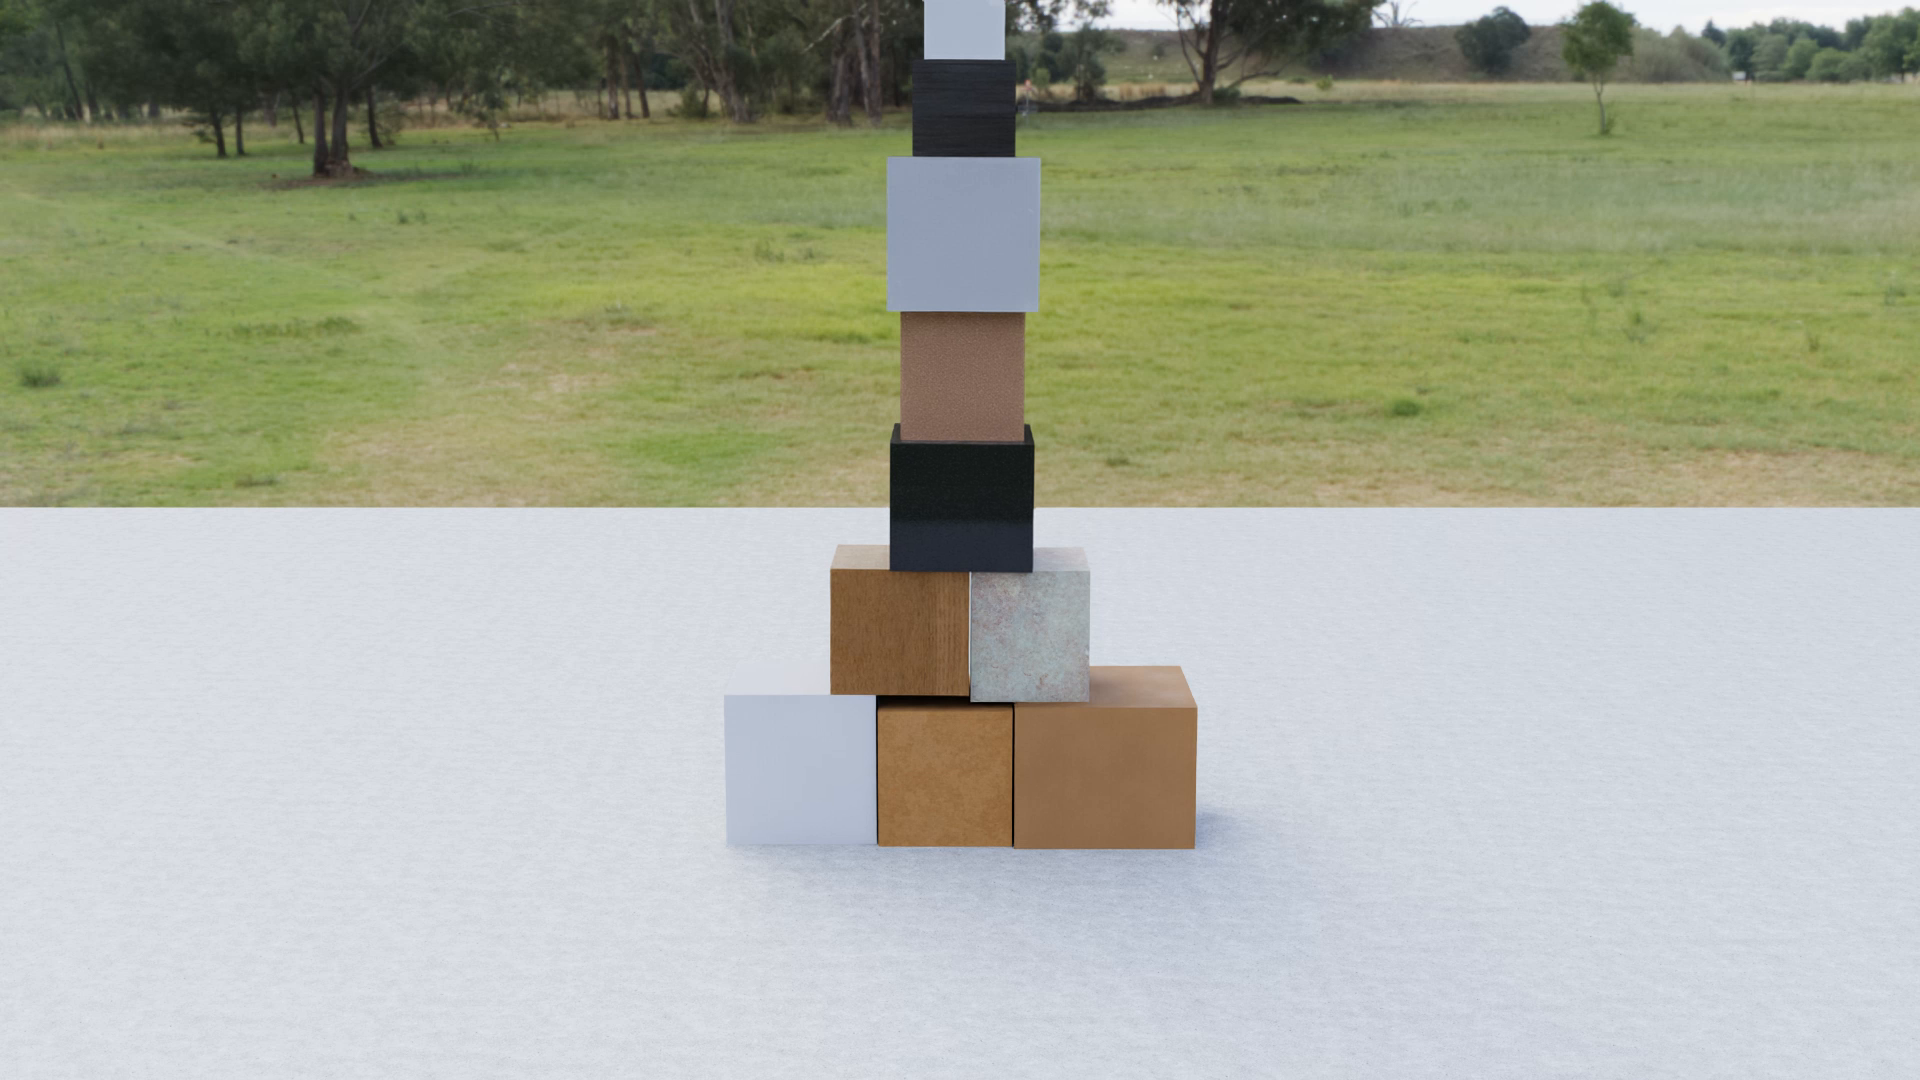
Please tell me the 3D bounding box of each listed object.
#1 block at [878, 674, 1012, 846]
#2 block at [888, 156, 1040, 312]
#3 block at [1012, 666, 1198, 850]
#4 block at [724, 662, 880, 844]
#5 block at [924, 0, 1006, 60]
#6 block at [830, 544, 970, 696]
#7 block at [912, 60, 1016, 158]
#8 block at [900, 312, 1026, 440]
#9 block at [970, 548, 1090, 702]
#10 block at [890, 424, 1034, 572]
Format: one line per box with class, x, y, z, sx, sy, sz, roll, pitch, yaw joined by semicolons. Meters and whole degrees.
block;-0.074;1.131;11.388;0.672;0.701;0.769;0;10;0
block;0.017;-1.529;10.903;0.731;0.733;0.773;0;10;0
block;0.725;1.112;11.402;0.907;0.732;0.882;0;10;0
block;-0.800;1.090;11.395;0.759;0.778;0.719;0;10;0
block;0.022;-2.543;10.717;0.385;0.410;0.463;0;10;0
block;-0.298;0.400;11.236;0.690;0.640;0.666;1;10;0
block;0.020;-2.116;10.801;0.497;0.459;0.484;0;10;0
block;0.013;-0.857;11.043;0.607;0.640;0.593;0;10;0
block;0.350;0.424;11.271;0.593;0.668;0.650;0;10;0
block;0.009;-0.224;11.128;0.704;0.633;0.788;1;10;0
